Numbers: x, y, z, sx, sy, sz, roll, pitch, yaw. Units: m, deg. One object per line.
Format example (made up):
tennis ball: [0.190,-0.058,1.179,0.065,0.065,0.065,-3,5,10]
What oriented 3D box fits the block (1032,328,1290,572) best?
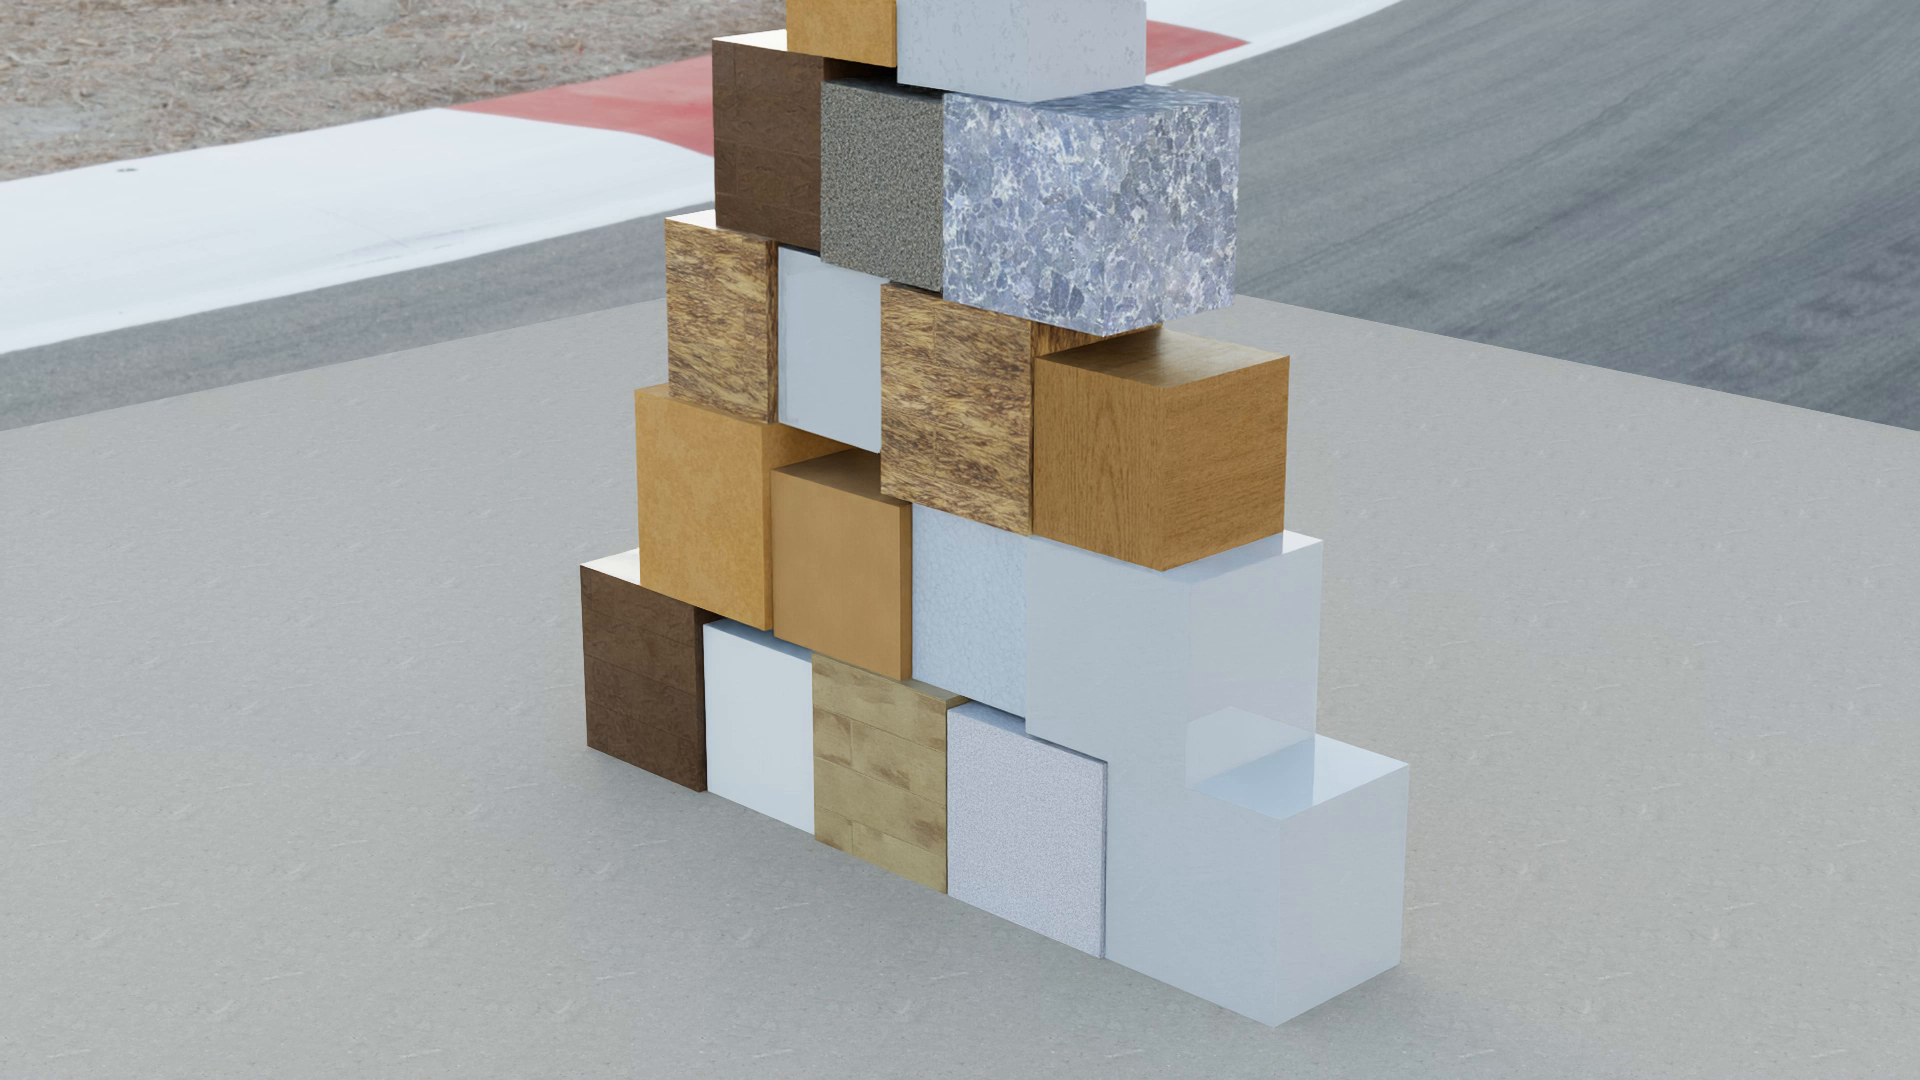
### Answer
block: [0.842,-0.397,12.332,0.780,0.769,0.730,-17,24,-42]

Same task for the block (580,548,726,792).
block: [-1.263,0.582,14.865,0.937,0.976,0.883,-17,24,-42]

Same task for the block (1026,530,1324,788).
block: [0.906,0.415,12.496,0.856,0.880,0.905,-17,24,-42]

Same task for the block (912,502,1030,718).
block: [0.323,0.223,13.089,0.730,0.854,0.786,-17,24,-42]

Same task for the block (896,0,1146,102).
block: [0.259,-2.329,12.353,0.714,0.809,0.776,-17,24,-42]

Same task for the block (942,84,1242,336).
block: [0.545,-1.426,12.299,0.821,0.875,0.921,-17,24,-42]

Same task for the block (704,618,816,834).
block: [-0.667,0.821,14.293,0.812,0.864,0.813,-17,24,-42]

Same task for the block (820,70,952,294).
block: [-0.059,-1.605,12.876,0.787,0.800,0.774,-17,25,-42]

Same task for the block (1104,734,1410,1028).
block: [1.254,1.369,12.460,0.853,0.917,0.933,-17,24,-42]

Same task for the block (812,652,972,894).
block: [-0.070,0.970,13.697,0.865,0.936,0.880,-17,24,-42]

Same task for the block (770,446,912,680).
block: [-0.262,0.062,13.664,0.875,0.816,0.860,-17,24,-42]

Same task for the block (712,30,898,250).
block: [-0.596,-1.850,13.379,0.749,0.865,0.747,-17,24,-42]

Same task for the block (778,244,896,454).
block: [-0.308,-0.927,13.399,0.738,0.826,0.738,-17,25,-42]

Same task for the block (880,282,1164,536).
block: [0.267,-0.650,12.863,0.835,0.948,0.903,-17,24,-42]

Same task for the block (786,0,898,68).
block: [-0.262,-2.559,12.811,0.744,0.837,0.669,-17,24,-42]

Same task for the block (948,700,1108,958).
block: [0.596,1.179,13.105,0.915,0.892,0.929,-17,24,-42]

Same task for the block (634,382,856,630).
block: [-0.908,-0.246,14.220,0.935,0.992,0.921,-17,24,-42]

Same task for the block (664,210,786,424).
block: [-0.844,-1.105,13.872,0.815,0.857,0.710,-17,24,-42]
